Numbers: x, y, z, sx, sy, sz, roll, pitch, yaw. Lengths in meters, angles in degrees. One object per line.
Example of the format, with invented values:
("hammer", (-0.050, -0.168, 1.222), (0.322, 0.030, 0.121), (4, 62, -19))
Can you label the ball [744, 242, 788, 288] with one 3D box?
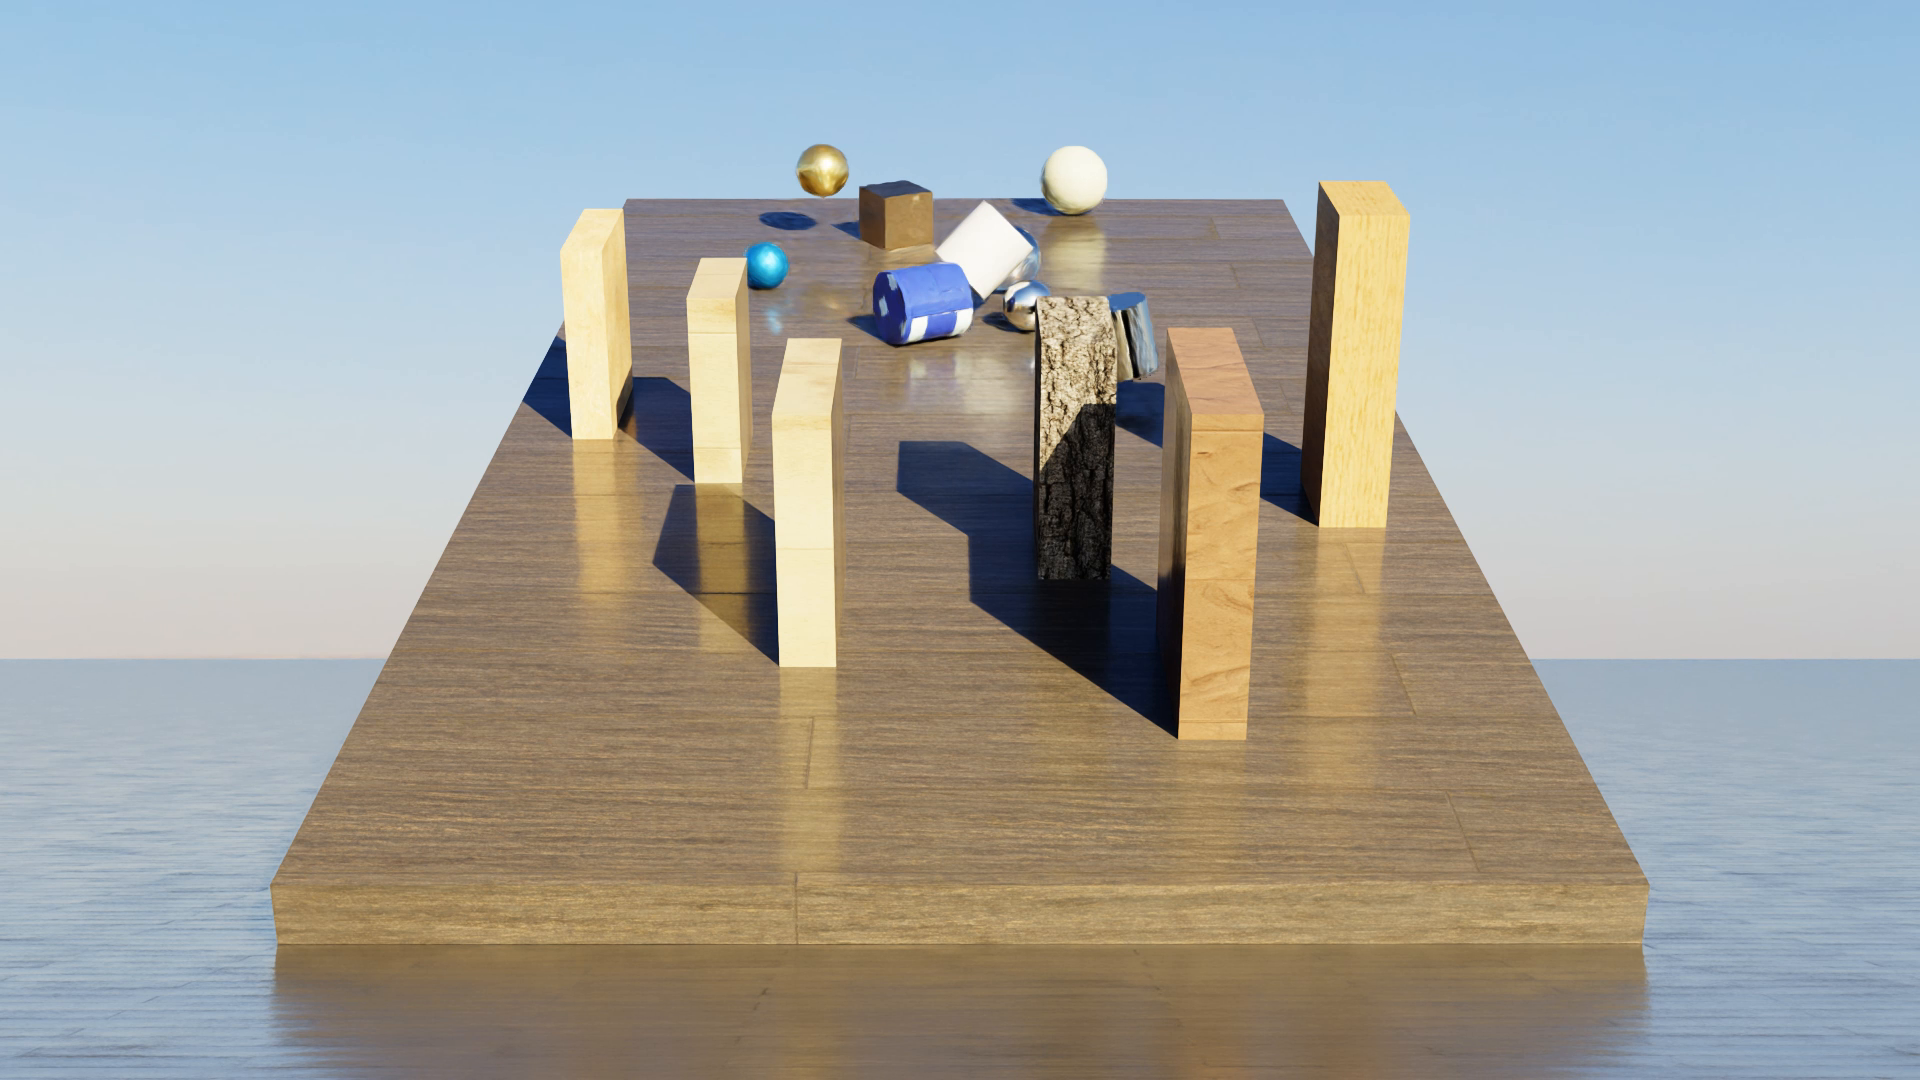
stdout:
("ball", (-0.516, -0.730, 6.132), (0.120, 0.120, 0.120), (0, -3, 0))

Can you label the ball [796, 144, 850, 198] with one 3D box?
("ball", (-0.390, -1.048, 6.538), (0.151, 0.151, 0.151), (0, -3, 0))

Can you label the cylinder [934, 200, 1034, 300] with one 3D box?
("cylinder", (0.060, -0.731, 5.823), (0.177, 0.177, 0.177), (44, 3, -3))

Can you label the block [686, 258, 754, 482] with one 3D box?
("block", (-0.506, -0.362, 4.885), (0.098, 0.401, 0.300), (0, 23, 0))

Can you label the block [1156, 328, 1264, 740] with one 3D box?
("block", (0.411, -0.019, 3.860), (0.110, 0.562, 0.445), (0, 23, 0))

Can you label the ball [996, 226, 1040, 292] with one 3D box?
("ball", (0.126, -0.745, 6.099), (0.175, 0.175, 0.175), (0, -3, 0))

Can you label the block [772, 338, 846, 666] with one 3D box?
("block", (-0.265, -0.074, 4.115), (0.098, 0.463, 0.419), (0, 23, 0))

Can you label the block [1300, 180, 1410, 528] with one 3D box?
("block", (0.784, -0.372, 4.608), (0.133, 0.637, 0.272), (0, 23, 0))

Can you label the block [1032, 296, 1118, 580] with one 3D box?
("block", (0.216, -0.198, 4.413), (0.138, 0.465, 0.300), (0, 23, 0))

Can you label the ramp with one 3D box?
("ramp", (-0.007, -0.224, 5.207), (2.000, 0.100, 4.000), (0, 23, 0))

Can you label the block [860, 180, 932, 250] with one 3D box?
("block", (-0.182, -0.924, 6.557), (0.152, 0.152, 0.152), (-12, 26, -27))

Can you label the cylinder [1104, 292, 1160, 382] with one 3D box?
("cylinder", (0.364, -0.464, 5.287), (0.162, 0.162, 0.162), (-13, 19, 4))

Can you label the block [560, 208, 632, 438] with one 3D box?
("block", (-0.808, -0.487, 5.150), (0.088, 0.426, 0.353), (0, 23, 0))

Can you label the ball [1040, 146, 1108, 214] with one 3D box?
("ball", (0.337, -1.068, 6.839), (0.203, 0.203, 0.203), (0, -3, 0))

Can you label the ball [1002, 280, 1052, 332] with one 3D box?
("ball", (0.171, -0.589, 5.783), (0.130, 0.130, 0.130), (0, -3, 0))

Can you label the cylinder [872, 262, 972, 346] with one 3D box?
("cylinder", (-0.093, -0.587, 5.706), (0.183, 0.183, 0.183), (-12, 3, -26))
